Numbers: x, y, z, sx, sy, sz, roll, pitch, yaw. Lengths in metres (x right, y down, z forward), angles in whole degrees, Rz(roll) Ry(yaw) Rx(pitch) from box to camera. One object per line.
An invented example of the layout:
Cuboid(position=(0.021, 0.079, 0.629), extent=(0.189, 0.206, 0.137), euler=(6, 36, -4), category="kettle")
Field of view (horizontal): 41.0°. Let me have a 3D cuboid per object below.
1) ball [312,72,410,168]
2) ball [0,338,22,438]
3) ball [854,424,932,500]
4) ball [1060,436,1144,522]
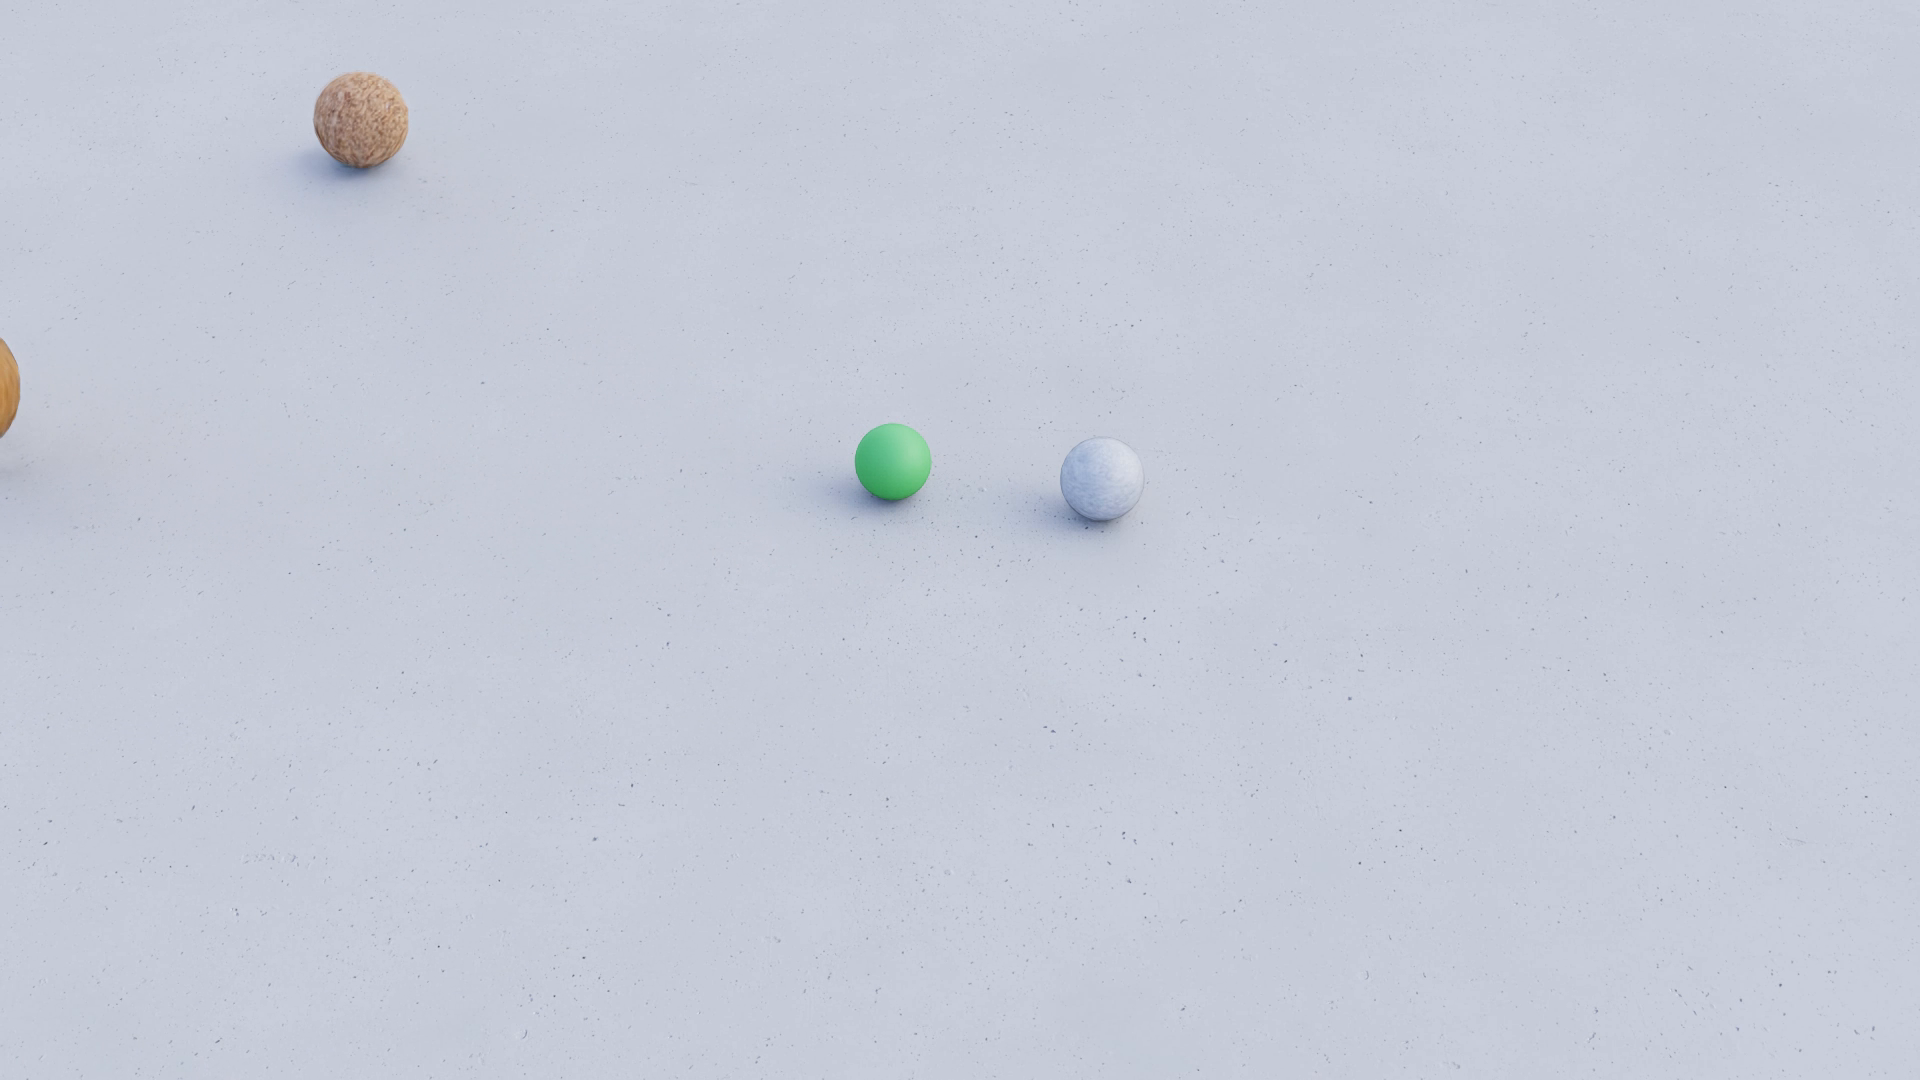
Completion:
Cuboid(position=(-0.444, -0.311, 1.903), extent=(0.070, 0.070, 0.070), euler=(0, 37, 0), category="ball")
Cuboid(position=(-0.635, -0.095, 1.597), extent=(0.095, 0.095, 0.095), euler=(0, 37, 0), category="ball")
Cuboid(position=(-0.041, -0.048, 1.574), extent=(0.047, 0.047, 0.047), euler=(0, 37, 0), category="ball")
Cuboid(position=(0.086, -0.037, 1.556), extent=(0.052, 0.052, 0.052), euler=(0, 37, 0), category="ball")
